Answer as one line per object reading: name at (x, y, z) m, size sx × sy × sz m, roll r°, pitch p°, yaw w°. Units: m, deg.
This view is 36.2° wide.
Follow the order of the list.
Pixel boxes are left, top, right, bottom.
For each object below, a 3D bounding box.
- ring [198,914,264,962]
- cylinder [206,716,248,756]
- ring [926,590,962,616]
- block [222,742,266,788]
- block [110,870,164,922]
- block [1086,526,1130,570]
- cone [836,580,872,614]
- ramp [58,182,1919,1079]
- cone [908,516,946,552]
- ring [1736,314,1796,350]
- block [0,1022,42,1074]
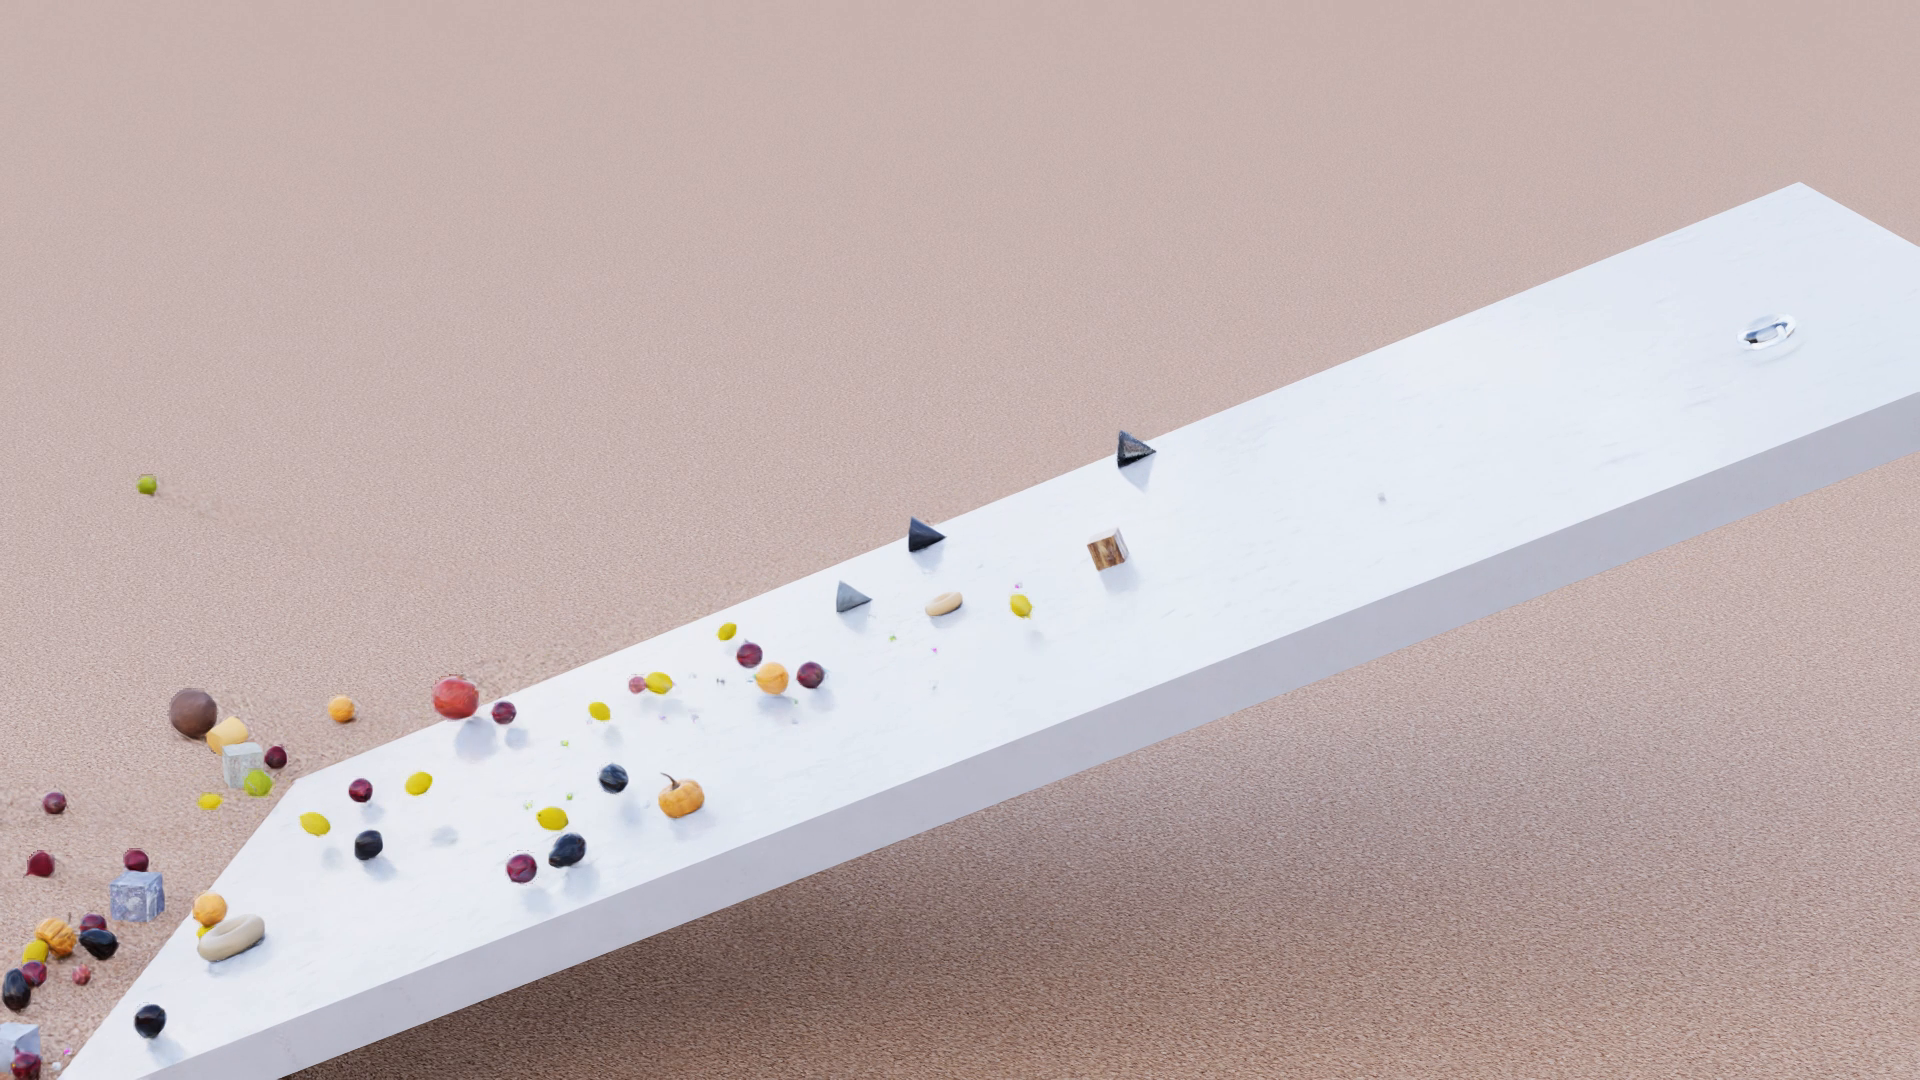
ring at (-1.526, 0.832, 6.155) m, size 0.148 × 0.049 × 0.148 m, roll -21°, pitch 13°, yaw 5°
cylinder at (-1.989, 0.532, 7.981) m, size 0.078 × 0.078 × 0.078 m, roll 11°, pitch 36°, yaw 37°
ring at (-0.035, 0.139, 6.417) m, size 0.089 × 0.030 × 0.089 m, roll -24°, pitch 12°, yaw 5°
block at (-1.892, 0.595, 7.766) m, size 0.091 × 0.091 × 0.091 m, roll -6°, pitch 16°, yaw -24°
block at (-1.915, 0.830, 6.846) m, size 0.089 × 0.089 × 0.089 m, roll 3°, pitch 15°, yaw 11°
block at (0.313, 0.019, 6.216) m, size 0.062 × 0.062 × 0.062 m, roll -19°, pitch 13°, yaw 18°
cone at (-0.241, 0.134, 6.800) m, size 0.079 × 0.079 × 0.079 m, roll 6°, pitch 15°, yaw 5°
ramp at (0.127, 0.172, 6.288) m, size 4.000 × 0.100 × 2.000 m, roll -22°, pitch 12°, yaw 8°
cone at (-0.075, -0.010, 7.095) m, size 0.090 × 0.090 × 0.090 m, roll 5°, pitch 15°, yaw 4°
ring at (1.581, -0.409, 5.769) m, size 0.119 × 0.040 × 0.119 m, roll -23°, pitch 13°, yaw 6°
block at (-1.943, 1.042, 6.035) m, size 0.076 × 0.076 × 0.076 m, roll 4°, pitch 15°, yaw 20°
